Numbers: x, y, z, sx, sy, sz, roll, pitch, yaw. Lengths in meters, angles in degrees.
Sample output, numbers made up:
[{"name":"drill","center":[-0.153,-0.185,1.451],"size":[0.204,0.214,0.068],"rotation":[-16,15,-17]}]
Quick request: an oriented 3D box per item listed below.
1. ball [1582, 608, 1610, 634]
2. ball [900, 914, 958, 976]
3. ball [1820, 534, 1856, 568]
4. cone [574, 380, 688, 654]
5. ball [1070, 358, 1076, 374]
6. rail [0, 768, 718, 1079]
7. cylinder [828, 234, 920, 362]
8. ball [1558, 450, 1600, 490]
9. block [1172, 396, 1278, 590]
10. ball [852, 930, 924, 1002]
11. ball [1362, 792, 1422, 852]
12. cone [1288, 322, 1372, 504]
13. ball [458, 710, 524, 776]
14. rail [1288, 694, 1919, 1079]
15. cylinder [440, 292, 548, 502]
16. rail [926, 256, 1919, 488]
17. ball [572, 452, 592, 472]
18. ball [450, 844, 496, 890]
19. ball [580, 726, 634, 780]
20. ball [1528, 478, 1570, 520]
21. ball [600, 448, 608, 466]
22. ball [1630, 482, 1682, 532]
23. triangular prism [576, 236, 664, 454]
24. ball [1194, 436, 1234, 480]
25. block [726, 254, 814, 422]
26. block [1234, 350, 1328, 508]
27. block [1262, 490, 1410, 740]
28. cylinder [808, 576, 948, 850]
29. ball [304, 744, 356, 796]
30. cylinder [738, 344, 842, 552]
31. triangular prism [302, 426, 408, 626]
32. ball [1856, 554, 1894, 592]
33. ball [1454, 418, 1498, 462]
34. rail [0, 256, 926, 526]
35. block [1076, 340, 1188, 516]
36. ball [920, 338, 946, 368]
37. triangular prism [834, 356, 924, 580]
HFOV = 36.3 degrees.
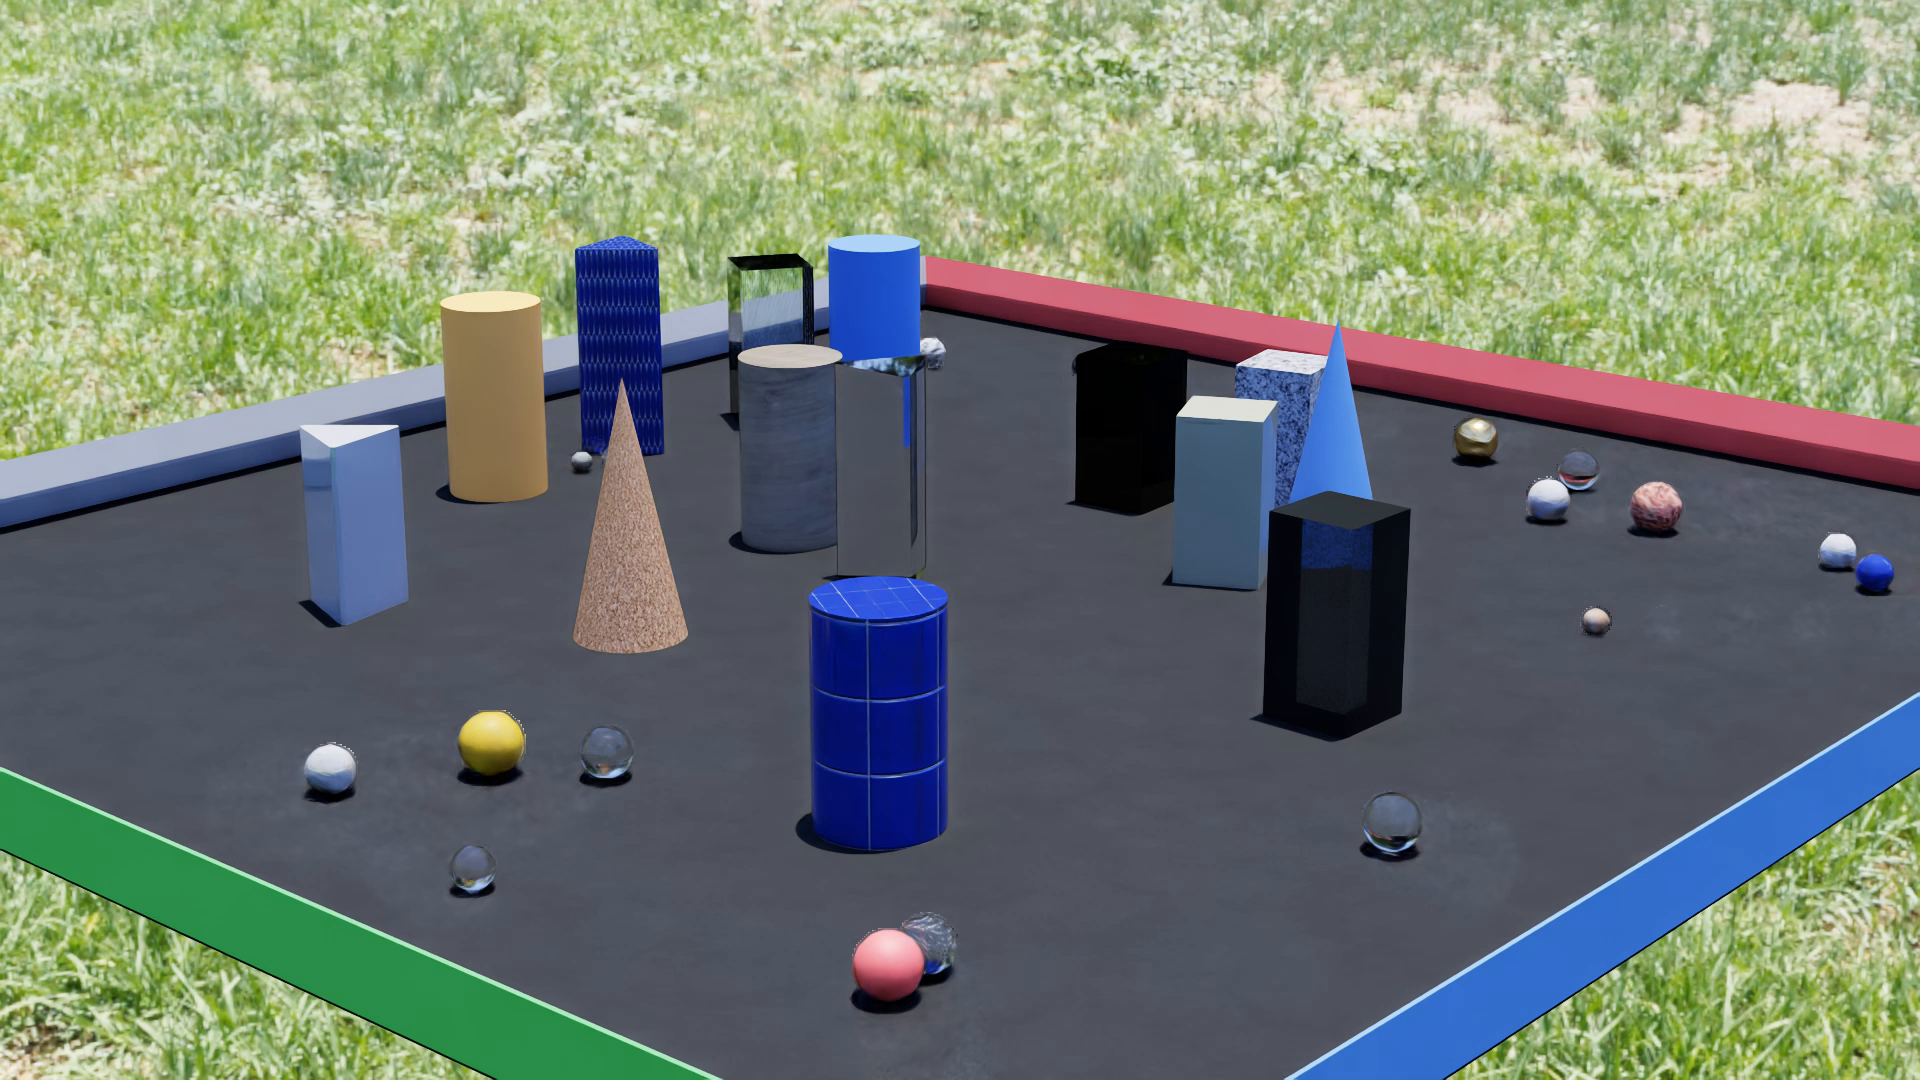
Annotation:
[{"name":"ball","center":[1.066,0.136,4.915],"size":[0.044,0.044,0.044],"rotation":[0,17,0]},{"name":"ball","center":[-0.041,0.503,3.646],"size":[0.075,0.075,0.075],"rotation":[0,17,0]},{"name":"ball","center":[1.578,0.020,5.268],"size":[0.063,0.063,0.063],"rotation":[0,17,0]},{"name":"cone","center":[-0.552,-0.054,4.852],"size":[0.191,0.445,0.191],"rotation":[0,17,0]},{"name":"ball","center":[0.276,-0.397,6.674],"size":[0.047,0.047,0.047],"rotation":[0,17,0]},{"name":"rail","center":[-1.125,0.406,3.880],"size":[3.253,0.124,0.045],"rotation":[14,22,39]},{"name":"cylinder","center":[-0.178,-0.425,6.155],"size":[0.191,0.401,0.191],"rotation":[0,17,0]},{"name":"ball","center":[1.216,-0.138,5.762],"size":[0.079,0.079,0.079],"rotation":[0,17,0]},{"name":"block","center":[0.470,-0.085,5.197],"size":[0.153,0.305,0.153],"rotation":[5,17,15]},{"name":"ball","center":[-0.087,0.519,3.574],"size":[0.087,0.087,0.087],"rotation":[0,17,0]},{"name":"ball","center":[0.593,0.387,4.021],"size":[0.081,0.081,0.081],"rotation":[0,17,0]},{"name":"cone","center":[0.682,-0.195,5.349],"size":[0.191,0.428,0.191],"rotation":[0,17,0]},{"name":"ball","center":[-0.686,0.298,4.290],"size":[0.096,0.096,0.096],"rotation":[0,17,0]},{"name":"rail","center":[1.210,0.335,4.114],"size":[0.045,0.124,3.479],"rotation":[14,22,39]},{"name":"cylinder","center":[-0.908,-0.281,5.721],"size":[0.191,0.376,0.191],"rotation":[0,17,0]},{"name":"rail","center":[1.125,-0.343,6.361],"size":[3.253,0.124,0.045],"rotation":[14,22,39]},{"name":"ball","center":[-0.761,-0.158,5.894],"size":[0.042,0.042,0.042],"rotation":[0,17,0]},{"name":"ball","center":[-0.647,0.436,3.895],"size":[0.061,0.061,0.061],"rotation":[0,17,0]},{"name":"ball","center":[-0.516,0.310,4.281],"size":[0.078,0.078,0.078],"rotation":[0,17,0]},{"name":"ball","center":[1.116,-0.076,5.557],"size":[0.079,0.079,0.079],"rotation":[0,17,0]},{"name":"ball","center":[-0.694,-0.162,5.887],"size":[0.053,0.053,0.053],"rotation":[0,17,0]},{"name":"ball","center":[1.302,-0.062,5.486],"size":[0.094,0.094,0.094],"rotation":[0,17,0]},{"name":"triangular prism","center":[-0.693,-0.402,6.037],"size":[0.166,0.427,0.144],"rotation":[0,17,0]},{"name":"ball","center":[0.508,-0.163,5.826],"size":[0.090,0.090,0.090],"rotation":[0,17,0]},{"name":"block","center":[-0.403,-0.425,6.259],"size":[0.153,0.342,0.153],"rotation":[-5,17,-15]},{"name":"block","center":[0.627,-0.205,5.631],"size":[0.153,0.283,0.153],"rotation":[9,19,28]},{"name":"block","center":[0.577,0.112,4.498],"size":[0.153,0.331,0.153],"rotation":[15,22,40]},{"name":"cylinder","center":[-0.112,0.239,4.072],"size":[0.191,0.335,0.191],"rotation":[0,17,0]},{"name":"ball","center":[-0.907,0.331,4.221],"size":[0.072,0.072,0.072],"rotation":[0,17,0]},{"name":"cylinder","center":[-0.310,-0.170,5.408],"size":[0.191,0.346,0.191],"rotation":[0,17,0]},{"name":"triangular prism","center":[-1.063,-0.036,5.020],"size":[0.144,0.312,0.166],"rotation":[10,19,29]},{"name":"ball","center":[1.604,0.058,5.139],"size":[0.065,0.065,0.065],"rotation":[0,17,0]},{"name":"ball","center":[1.050,-0.204,5.961],"size":[0.090,0.090,0.090],"rotation":[0,17,0]},{"name":"rail","center":[-1.210,-0.273,6.126],"size":[0.045,0.124,3.479],"rotation":[14,22,39]},{"name":"block","center":[0.330,-0.219,5.660],"size":[0.153,0.293,0.153],"rotation":[12,21,35]},{"name":"ball","center":[-0.068,-0.432,6.754],"size":[0.069,0.069,0.069],"rotation":[0,17,0]},{"name":"triangular prism","center":[-0.110,-0.124,5.181],"size":[0.166,0.389,0.144],"rotation":[13,21,37]}]
